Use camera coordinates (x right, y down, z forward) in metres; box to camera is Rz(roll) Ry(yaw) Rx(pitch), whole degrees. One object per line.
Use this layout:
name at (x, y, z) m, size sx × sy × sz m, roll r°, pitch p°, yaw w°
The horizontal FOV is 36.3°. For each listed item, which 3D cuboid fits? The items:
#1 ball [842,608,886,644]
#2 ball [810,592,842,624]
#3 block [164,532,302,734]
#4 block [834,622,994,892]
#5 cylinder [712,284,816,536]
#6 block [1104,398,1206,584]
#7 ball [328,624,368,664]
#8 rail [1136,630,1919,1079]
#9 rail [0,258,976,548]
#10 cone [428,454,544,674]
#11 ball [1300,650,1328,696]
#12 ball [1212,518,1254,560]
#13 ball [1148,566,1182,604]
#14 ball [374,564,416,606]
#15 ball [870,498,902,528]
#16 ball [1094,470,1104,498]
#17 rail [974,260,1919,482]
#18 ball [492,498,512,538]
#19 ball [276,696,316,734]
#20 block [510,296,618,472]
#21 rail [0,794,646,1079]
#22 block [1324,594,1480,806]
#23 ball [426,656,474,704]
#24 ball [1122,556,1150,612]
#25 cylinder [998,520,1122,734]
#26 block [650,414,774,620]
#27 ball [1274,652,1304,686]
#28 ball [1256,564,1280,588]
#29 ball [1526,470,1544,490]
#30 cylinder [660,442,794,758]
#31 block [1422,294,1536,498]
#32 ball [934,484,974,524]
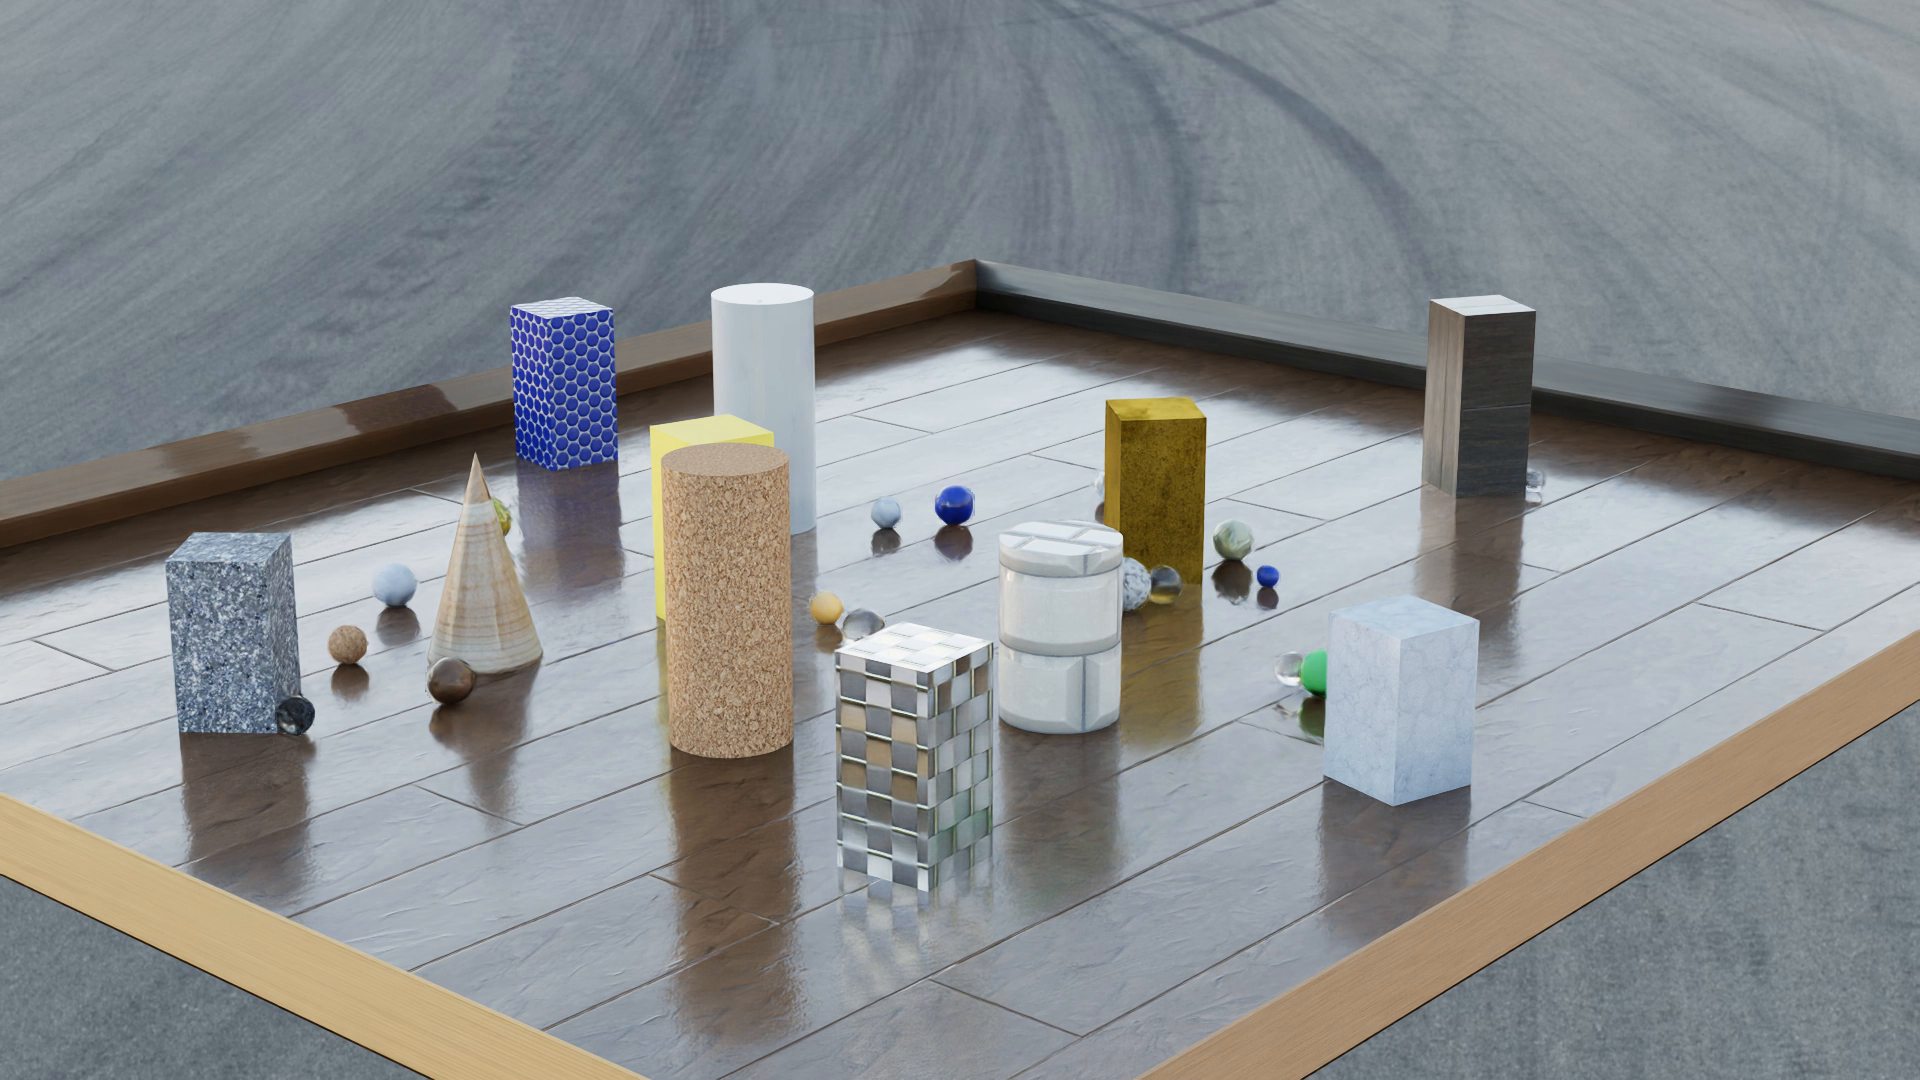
ball at (-0.158, 0.148, 4.820) m, size 0.073 × 0.073 × 0.073 m, roll 0°, pitch 17°, yaw 0°
ball at (-0.226, 0.115, 4.960) m, size 0.056 × 0.056 × 0.056 m, roll 0°, pitch 17°, yaw 0°
block at (-1.113, 0.141, 4.501) m, size 0.151 × 0.272 × 0.151 m, roll 1°, pitch 17°, yaw 2°
block at (-0.061, 0.289, 3.949) m, size 0.151 × 0.308 × 0.151 m, roll 12°, pitch 20°, yaw 33°
cylinder at (-0.365, -0.244, 5.481) m, size 0.189 × 0.442 × 0.189 m, roll 0°, pitch 17°, yaw 0°
block at (0.344, -0.086, 5.202) m, size 0.151 × 0.302 × 0.151 m, roll -2°, pitch 17°, yaw -7°
ball at (-0.995, 0.170, 4.766) m, size 0.064 × 0.064 × 0.064 m, roll 0°, pitch 17°, yaw 0°
rail at (1.118, 0.312, 4.192) m, size 0.045 × 0.123 × 3.576 m, roll 14°, pitch 22°, yaw 39°
rail at (-1.118, -0.250, 6.050) m, size 0.045 × 0.123 × 3.576 m, roll 14°, pitch 22°, yaw 39°
cone at (-0.779, 0.023, 4.762) m, size 0.189 × 0.346 × 0.189 m, roll 0°, pitch 17°, yaw 0°
ball at (0.572, 0.210, 4.616) m, size 0.075 × 0.075 × 0.075 m, roll 0°, pitch 17°, yaw 0°
ball at (0.495, -0.001, 5.310) m, size 0.076 × 0.076 × 0.076 m, roll 0°, pitch 17°, yaw 0°
ball at (0.351, 0.078, 5.065) m, size 0.067 × 0.067 × 0.067 m, roll 0°, pitch 17°, yaw 0°
ball at (-0.974, 0.078, 5.053) m, size 0.074 × 0.074 × 0.074 m, roll 0°, pitch 17°, yaw 0°
ball at (-0.139, -0.051, 5.507) m, size 0.058 × 0.058 × 0.058 m, roll 0°, pitch 17°, yaw 0°
ball at (0.293, -0.107, 5.683) m, size 0.063 × 0.063 × 0.063 m, roll 0°, pitch 17°, yaw 0°
rail at (1.157, -0.355, 6.396) m, size 3.008 × 0.123 × 0.045 m, roll 14°, pitch 22°, yaw 39°
ball at (-0.870, -0.036, 5.408) m, size 0.086 × 0.086 × 0.086 m, roll 0°, pitch 17°, yaw 0°
ball at (-1.010, 0.266, 4.460) m, size 0.057 × 0.057 × 0.057 m, roll 0°, pitch 17°, yaw 0°
block at (-0.803, -0.319, 5.953) m, size 0.151 × 0.313 × 0.151 m, roll -12°, pitch 21°, yaw -35°
rail at (-1.157, 0.416, 3.845) m, size 3.008 × 0.123 × 0.045 m, roll 14°, pitch 22°, yaw 39°
block at (0.638, 0.229, 4.246) m, size 0.151 × 0.251 × 0.151 m, roll -11°, pitch 20°, yaw -33°
ball at (-0.797, 0.220, 4.584) m, size 0.074 × 0.074 × 0.074 m, roll 0°, pitch 17°, yaw 0°
ball at (0.279, 0.076, 5.024) m, size 0.095 × 0.095 × 0.095 m, roll 0°, pitch 17°, yaw 0°
cylinder at (0.154, 0.132, 4.510) m, size 0.189 × 0.284 × 0.189 m, roll 0°, pitch 17°, yaw 0°
block at (-0.415, -0.025, 4.944) m, size 0.151 × 0.334 × 0.151 m, roll -11°, pitch 20°, yaw -32°
ball at (0.528, 0.205, 4.664) m, size 0.055 × 0.055 × 0.055 m, roll 0°, pitch 17°, yaw 0°
ball at (0.541, 0.064, 5.157) m, size 0.041 × 0.041 × 0.041 m, roll 0°, pitch 17°, yaw 0°
ball at (1.127, -0.117, 5.753) m, size 0.041 × 0.041 × 0.041 m, roll 0°, pitch 17°, yaw 0°
cylinder at (-0.347, 0.089, 4.392) m, size 0.189 × 0.436 × 0.189 m, roll 0°, pitch 17°, yaw 0°
block at (1.014, -0.282, 5.743) m, size 0.151 × 0.364 × 0.151 m, roll -5°, pitch 18°, yaw -17°
ball at (-0.011, -0.067, 5.529) m, size 0.075 × 0.075 × 0.075 m, roll 0°, pitch 17°, yaw 0°
